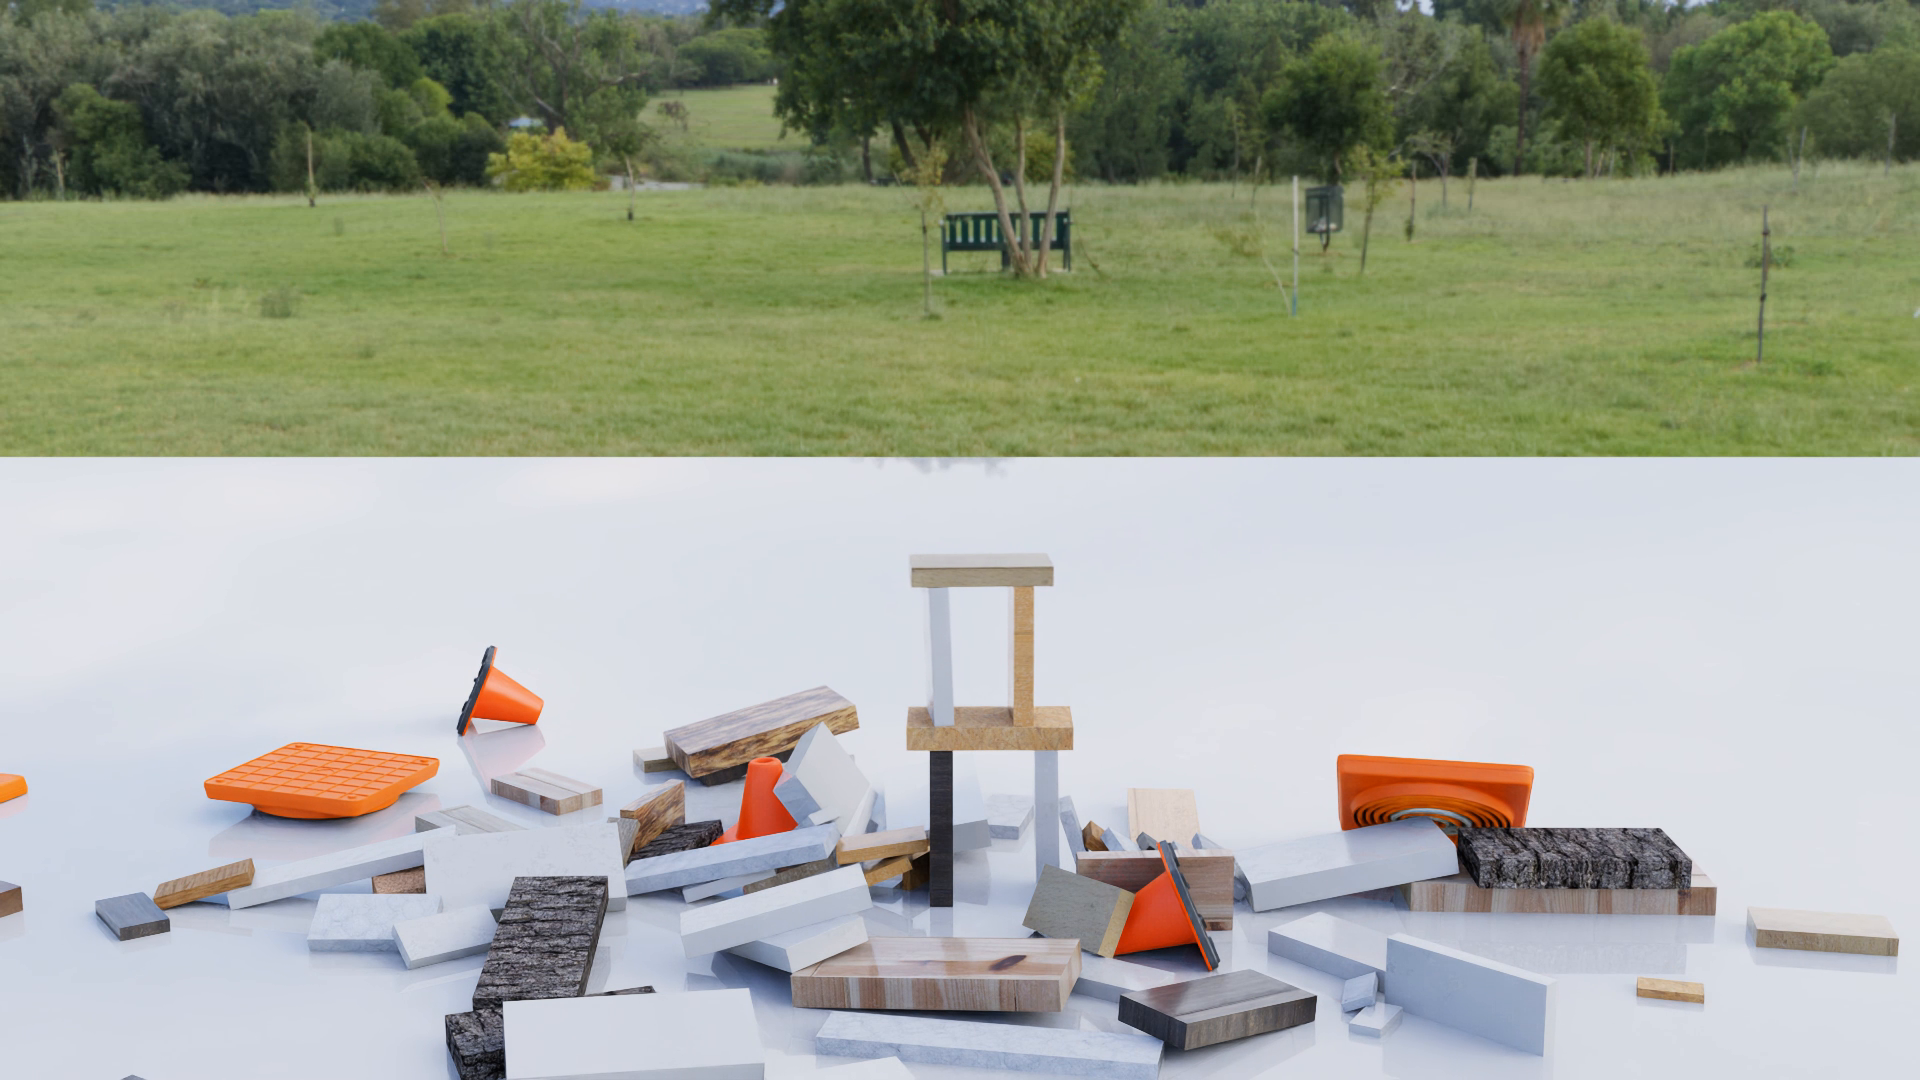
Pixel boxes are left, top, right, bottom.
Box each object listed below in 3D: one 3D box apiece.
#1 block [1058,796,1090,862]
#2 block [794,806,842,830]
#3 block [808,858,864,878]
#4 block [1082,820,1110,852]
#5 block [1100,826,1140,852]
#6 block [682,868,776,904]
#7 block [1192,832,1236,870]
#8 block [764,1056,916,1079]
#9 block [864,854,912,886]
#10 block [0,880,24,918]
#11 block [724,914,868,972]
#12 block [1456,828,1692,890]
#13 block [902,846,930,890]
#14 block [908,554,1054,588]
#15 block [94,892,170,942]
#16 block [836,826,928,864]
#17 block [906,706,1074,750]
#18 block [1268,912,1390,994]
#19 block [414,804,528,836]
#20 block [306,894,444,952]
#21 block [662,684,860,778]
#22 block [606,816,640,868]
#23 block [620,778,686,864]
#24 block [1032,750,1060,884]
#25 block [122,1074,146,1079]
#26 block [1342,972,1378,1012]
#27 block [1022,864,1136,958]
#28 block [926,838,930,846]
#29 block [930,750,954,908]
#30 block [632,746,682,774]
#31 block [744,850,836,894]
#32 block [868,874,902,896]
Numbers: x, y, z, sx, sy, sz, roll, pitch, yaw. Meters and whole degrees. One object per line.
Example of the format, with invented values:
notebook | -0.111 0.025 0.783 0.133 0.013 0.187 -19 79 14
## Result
block | 0.198 0.512 3.650 0.023 0.161 0.081 -18 10 4
block | -0.275 0.512 3.734 0.022 0.155 0.077 52 28 15
block | -0.235 0.558 3.657 0.150 0.021 0.075 -18 11 1
block | 0.275 0.534 3.656 0.161 0.023 0.081 37 9 -5
block | 0.309 0.536 3.623 0.161 0.023 0.081 34 8 -24
block | -0.382 0.558 3.657 0.155 0.022 0.077 -17 11 0
block | 0.429 0.531 3.723 0.066 0.019 0.132 32 4 0
block | -0.155 0.722 2.888 0.184 0.026 0.092 -4 11 -21
block | -0.152 0.553 3.656 0.150 0.021 0.075 -22 10 3
block | -1.669 0.600 3.504 0.146 0.041 0.292 7 12 32
block | -0.263 0.597 3.342 0.132 0.037 0.264 -18 8 -30
block | 1.009 0.524 3.628 0.340 0.048 0.170 0 11 1
block | -0.065 0.554 3.723 0.014 0.051 0.102 6 12 29
block | 0.033 0.049 3.561 0.228 0.032 0.114 0 10 -3
block | -1.330 0.604 3.533 0.076 0.022 0.153 -7 13 -34
block | -0.131 0.507 3.661 0.150 0.021 0.075 -8 11 -3
block | 0.048 0.308 3.606 0.269 0.038 0.135 0 11 0
block | 0.605 0.630 3.355 0.124 0.035 0.247 -9 14 -41
block | -0.878 0.522 3.953 0.105 0.030 0.210 -10 14 -43
block | -0.914 0.598 3.441 0.190 0.027 0.095 0 38 0
block | -0.396 0.378 4.370 0.350 0.050 0.175 -15 16 -21
block | -0.592 0.528 3.769 0.055 0.016 0.111 3 52 17
block | -0.544 0.498 3.901 0.027 0.096 0.193 4 11 19
block | 0.143 0.459 3.638 0.038 0.269 0.135 -1 11 1
block | -1.096 0.747 2.710 0.147 0.042 0.293 7 12 32
block | 0.584 0.660 3.210 0.047 0.013 0.094 -21 4 16
block | 0.183 0.574 3.411 0.029 0.104 0.208 27 -11 -30
block | -0.082 0.540 3.793 0.102 0.051 0.014 1 -9 3
block | -0.031 0.457 3.647 0.038 0.269 0.135 0 11 0
block | -0.561 0.436 4.429 0.177 0.025 0.089 -4 11 -22
block | -0.283 0.549 3.669 0.155 0.022 0.077 -19 11 -1
block | -0.117 0.575 3.710 0.051 0.014 0.102 4 11 21
